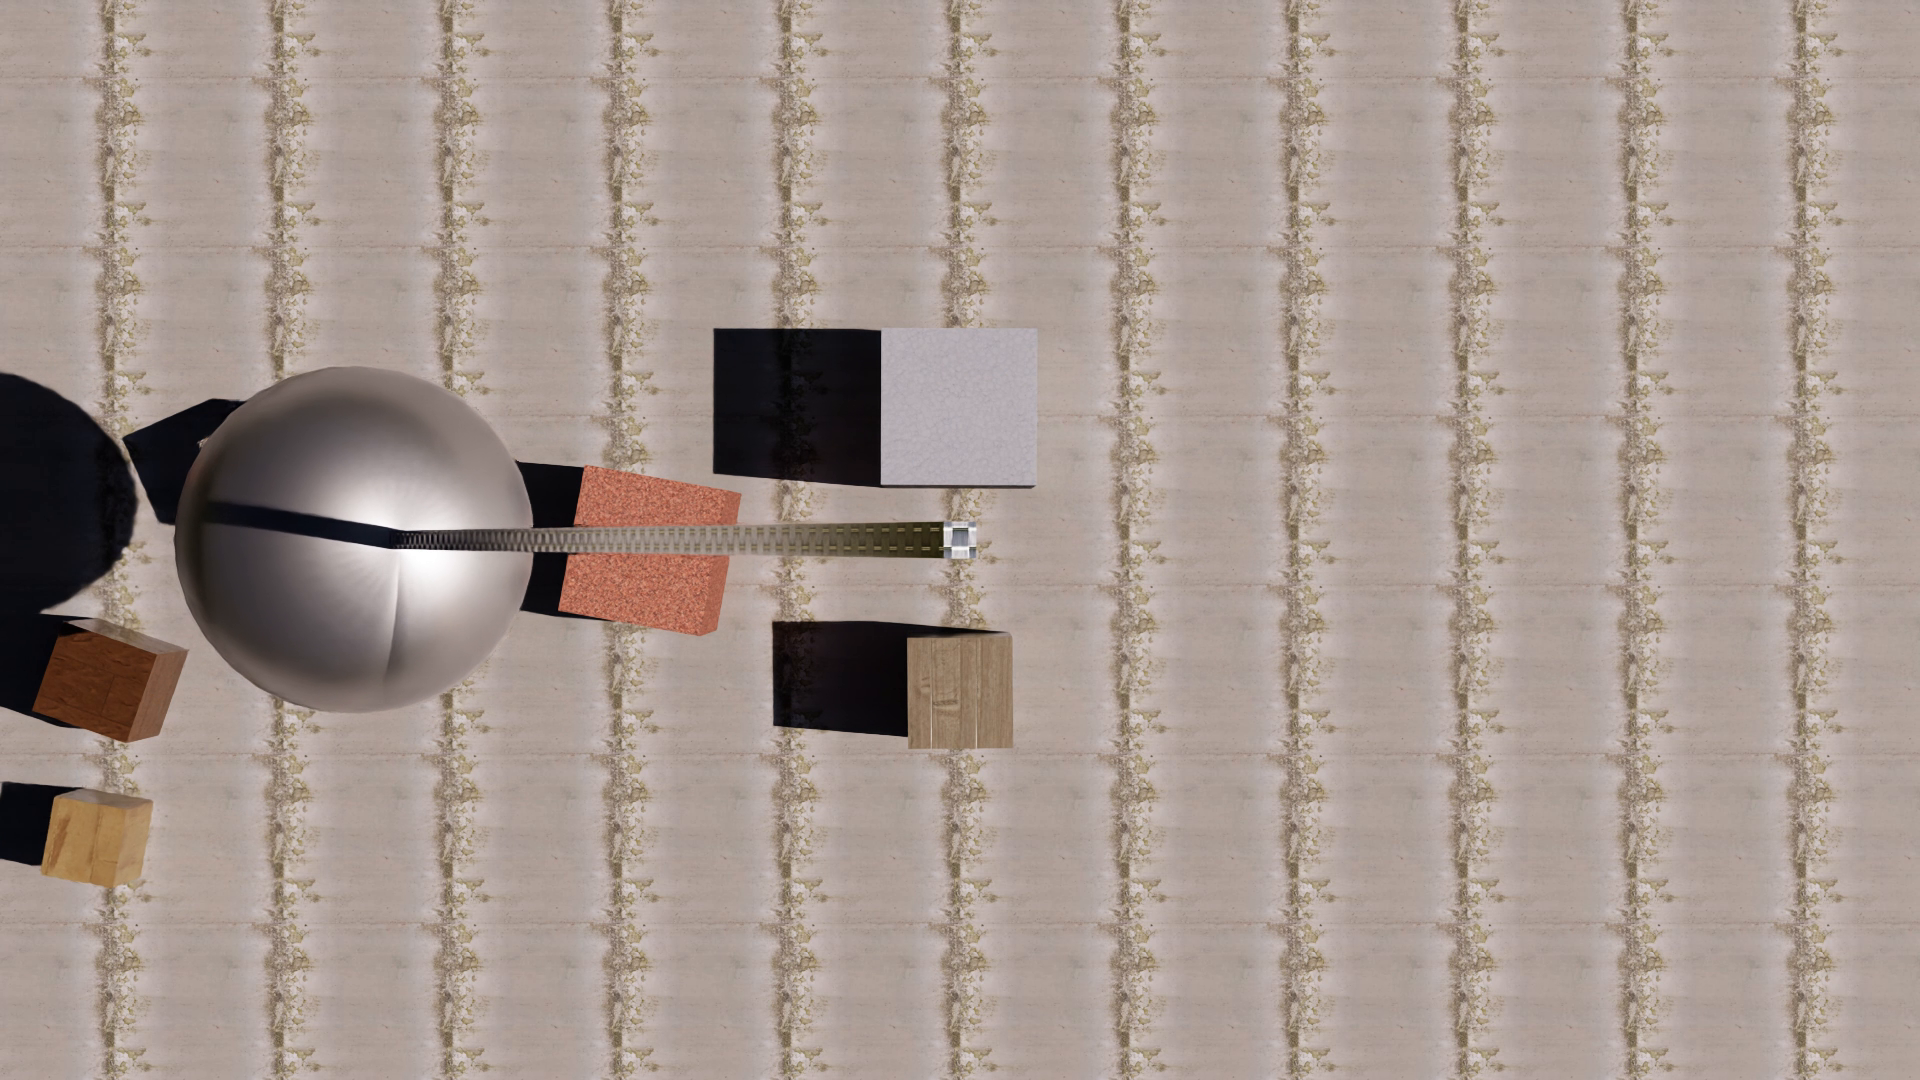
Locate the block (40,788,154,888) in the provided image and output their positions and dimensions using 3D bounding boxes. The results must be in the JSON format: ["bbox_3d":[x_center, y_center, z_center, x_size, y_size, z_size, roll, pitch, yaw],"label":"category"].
[{"bbox_3d":[-5.011,1.728,12.788,0.422,0.424,0.456,10,90,0],"label":"block"}]

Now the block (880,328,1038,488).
[{"bbox_3d":[-0.005,-0.735,12.550,0.858,0.901,0.863,0,90,0],"label":"block"}]

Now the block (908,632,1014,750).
[{"bbox_3d":[0.002,0.856,12.642,0.588,0.717,0.619,0,90,0],"label":"block"}]

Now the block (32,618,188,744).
[{"bbox_3d":[-4.914,0.809,12.743,0.566,0.514,0.535,19,90,0],"label":"block"}]

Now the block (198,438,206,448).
[{"bbox_3d":[-3.929,-0.413,12.714,0.580,0.572,0.559,-23,90,0],"label":"block"}]

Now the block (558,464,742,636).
[{"bbox_3d":[-1.756,0.057,12.578,0.796,0.845,0.822,10,90,0],"label":"block"}]

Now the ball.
[{"bbox_3d":[-2.765,0.000,10.105,1.600,1.600,1.600,0,90,0],"label":"ball"}]

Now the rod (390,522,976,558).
[{"bbox_3d":[-1.198,0.000,7.087,0.080,5.200,0.080,0,90,-27],"label":"rod"}]
